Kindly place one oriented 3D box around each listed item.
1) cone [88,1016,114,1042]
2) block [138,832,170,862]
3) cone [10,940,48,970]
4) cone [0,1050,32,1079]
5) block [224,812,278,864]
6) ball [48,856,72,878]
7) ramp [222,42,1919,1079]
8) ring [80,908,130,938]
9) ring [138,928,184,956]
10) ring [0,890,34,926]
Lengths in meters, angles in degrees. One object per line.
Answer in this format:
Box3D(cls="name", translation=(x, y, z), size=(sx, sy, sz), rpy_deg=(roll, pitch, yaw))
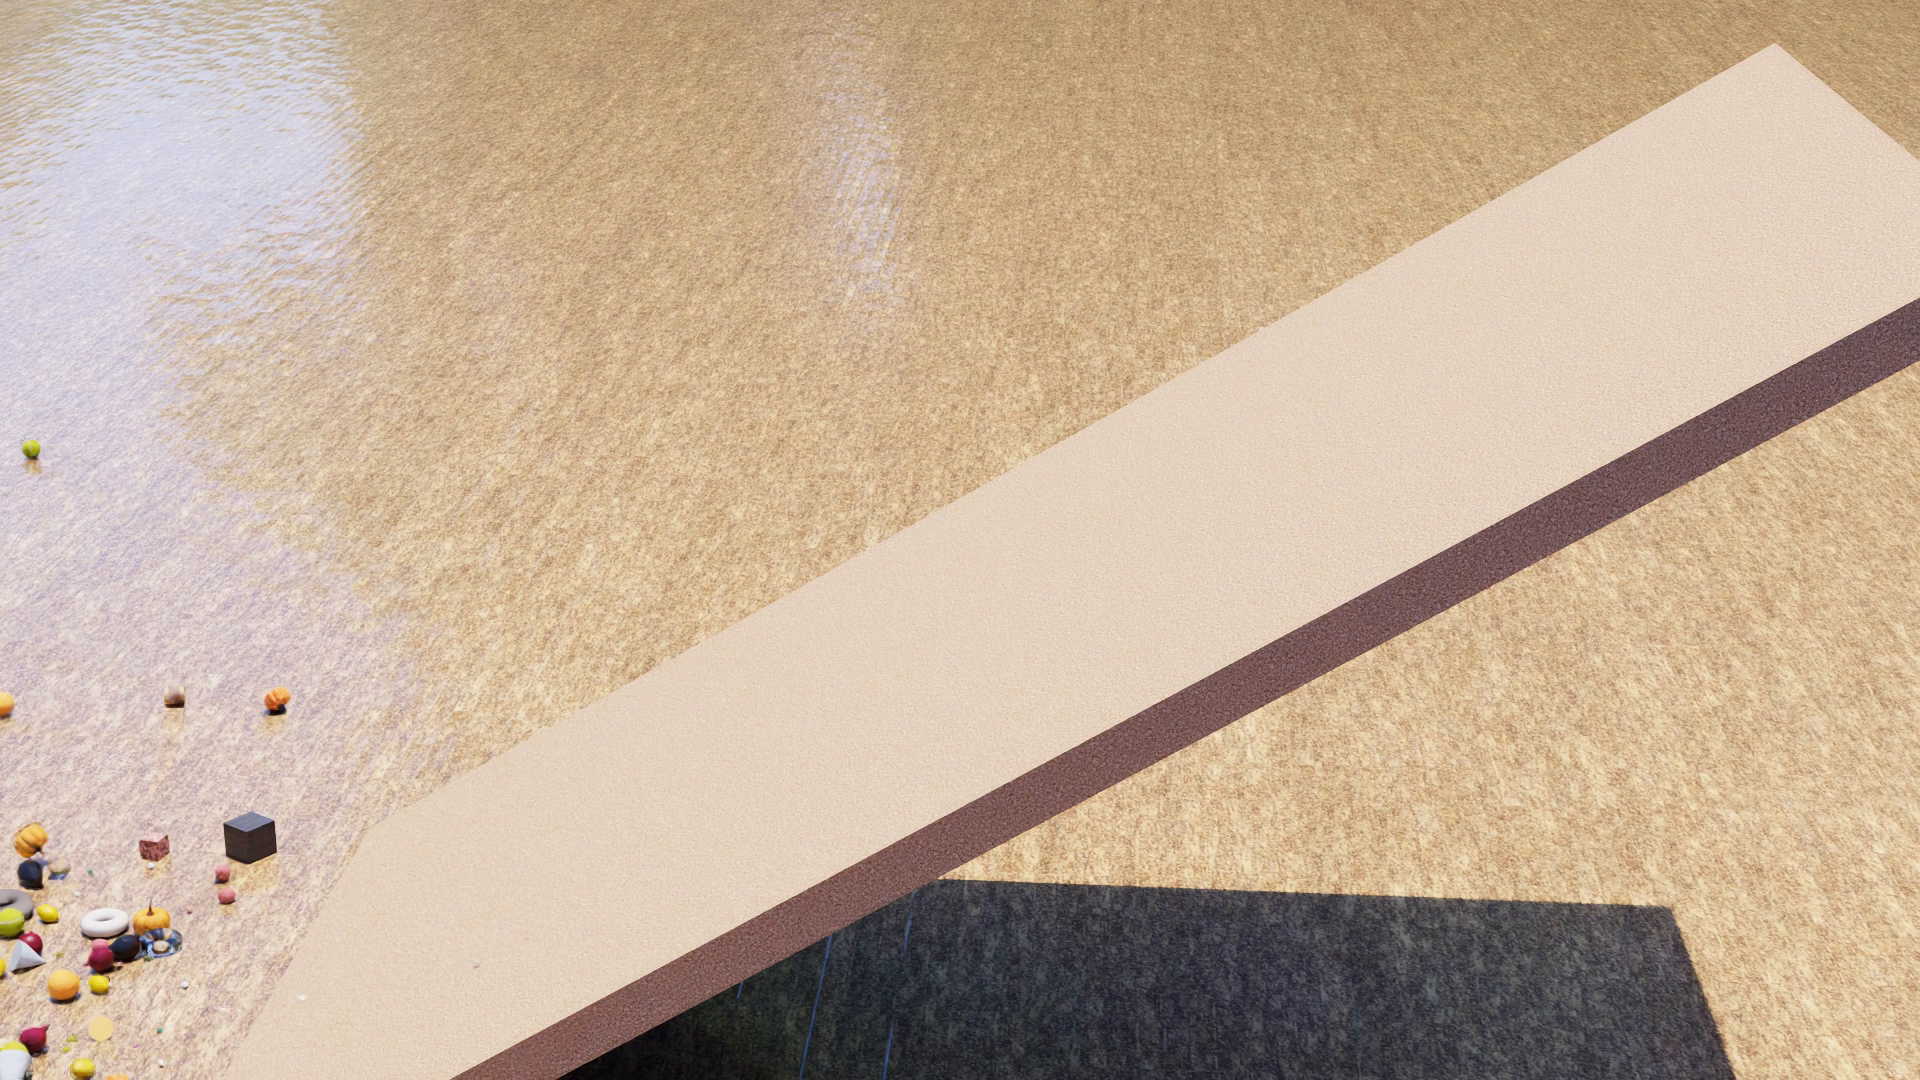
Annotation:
Box3D(cls="cone", translation=(-1.977, 1.126, 6.782), size=(0.056, 0.056, 0.056), rpy_deg=(-3, -7, -10))
Box3D(cls="block", translation=(-2.104, 0.800, 7.680), size=(0.054, 0.054, 0.054), rpy_deg=(5, 20, 15))
Box3D(cls="cone", translation=(-2.240, 1.012, 7.099), size=(0.078, 0.078, 0.078), rpy_deg=(20, 8, -29))
Box3D(cls="cone", translation=(-2.108, 1.203, 6.533), size=(0.100, 0.100, 0.100), rpy_deg=(-7, 47, -19))
Box3D(cls="block", translation=(-1.854, 0.778, 7.684), size=(0.093, 0.093, 0.093), rpy_deg=(14, 23, 35))
Box3D(cls="ball", translation=(-2.315, 0.839, 7.562), size=(0.056, 0.056, 0.056), rpy_deg=(0, 19, 0))
Box3D(cls="ramp", translation=(0.142, 0.168, 6.287), size=(4.000, 0.100, 2.000), rpy_deg=(-29, 15, 12))
Box3D(cls="ring", translation=(-2.116, 0.947, 7.278), size=(0.118, 0.039, 0.118), rpy_deg=(0, 18, 0))
Box3D(cls="ring", translation=(-1.953, 0.981, 7.185), size=(0.108, 0.036, 0.108), rpy_deg=(1, 18, 0))
Box3D(cls="ring", translation=(-2.391, 0.919, 7.345), size=(0.149, 0.050, 0.149), rpy_deg=(1, 20, 0))
